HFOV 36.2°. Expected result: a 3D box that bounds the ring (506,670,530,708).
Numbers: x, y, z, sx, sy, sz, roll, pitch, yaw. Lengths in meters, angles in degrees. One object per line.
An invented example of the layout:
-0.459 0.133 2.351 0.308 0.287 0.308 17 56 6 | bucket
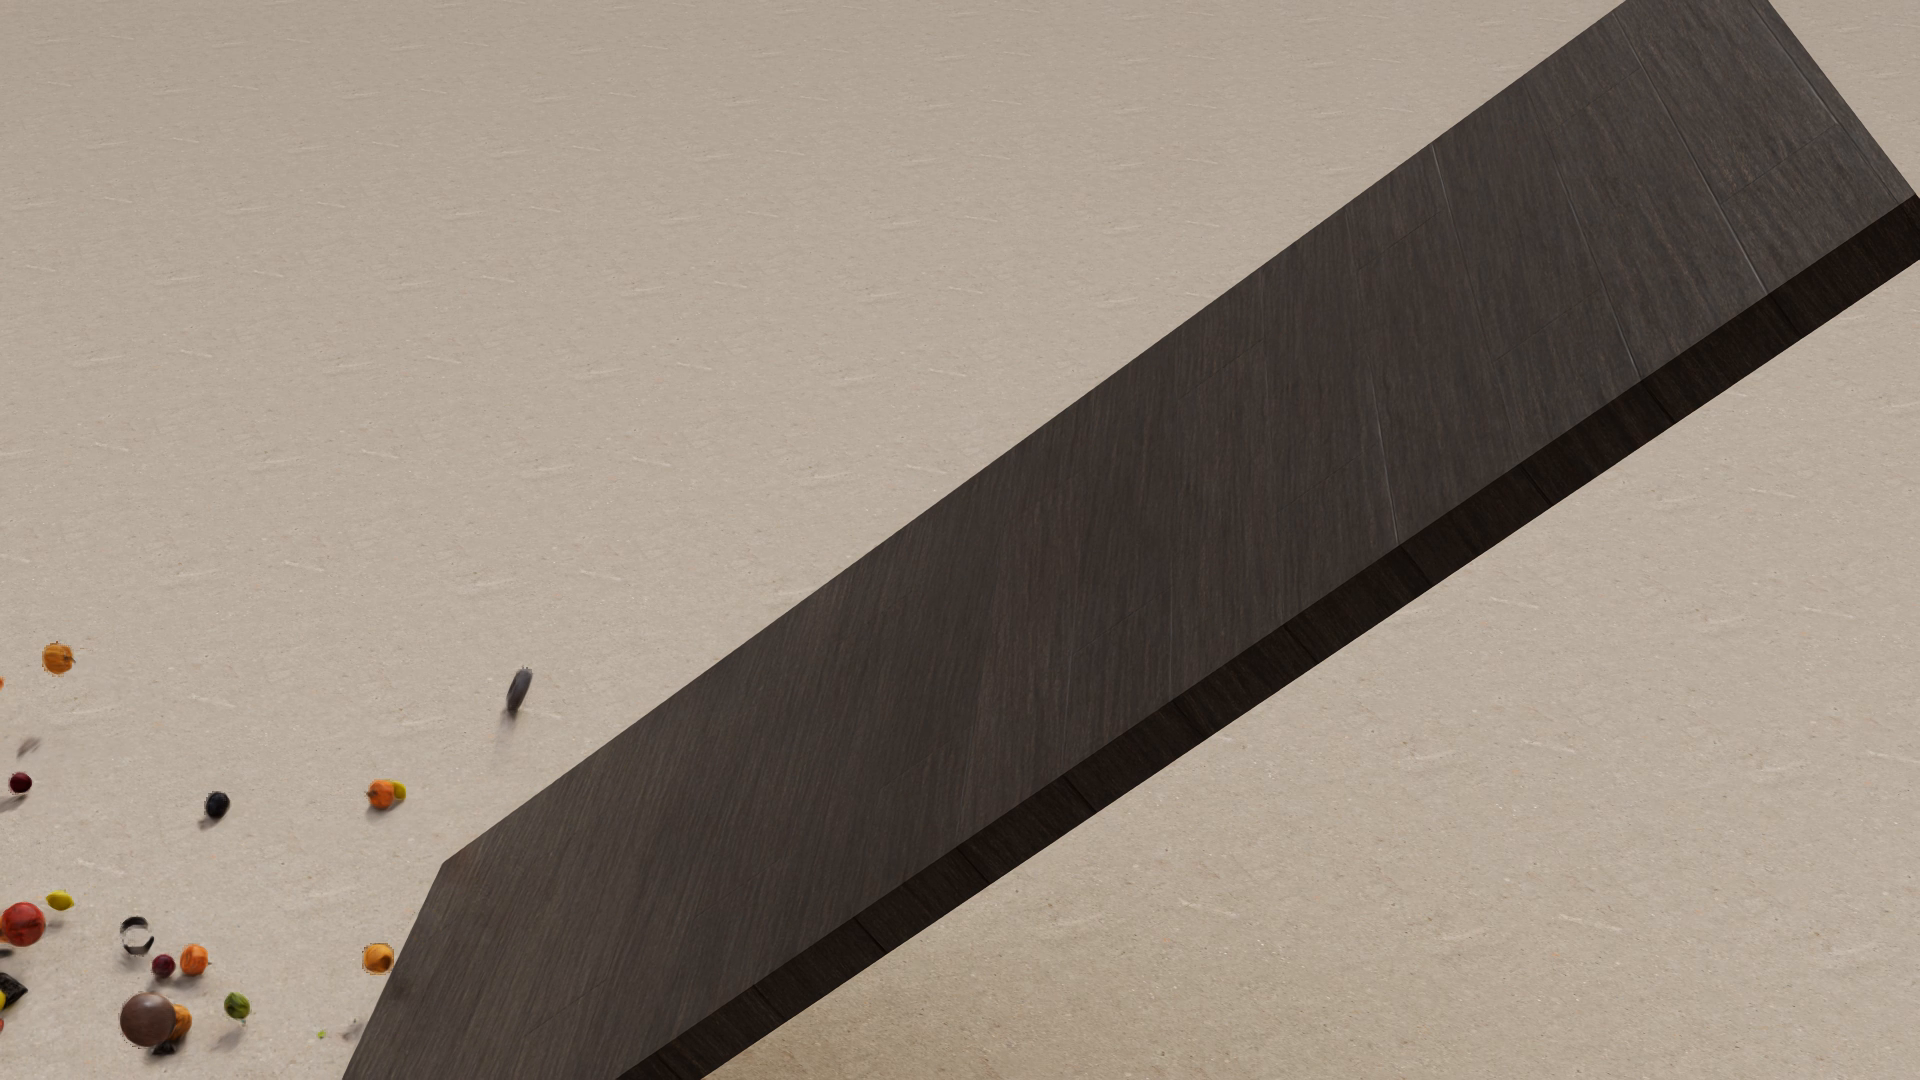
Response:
-1.326 0.449 8.837 0.042 0.126 0.126 24 19 -15 | ring

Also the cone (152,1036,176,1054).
-1.930 1.237 7.159 0.053 0.053 0.053 26 22 -9 | cone

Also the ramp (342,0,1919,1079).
0.121 0.185 6.339 4.000 0.100 2.000 -36 16 18 | ramp

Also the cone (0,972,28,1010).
-2.370 1.131 7.382 0.090 0.090 0.090 14 1 29 | cone

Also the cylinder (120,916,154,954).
-2.123 1.019 7.583 0.076 0.076 0.076 -8 20 -18 | cylinder
